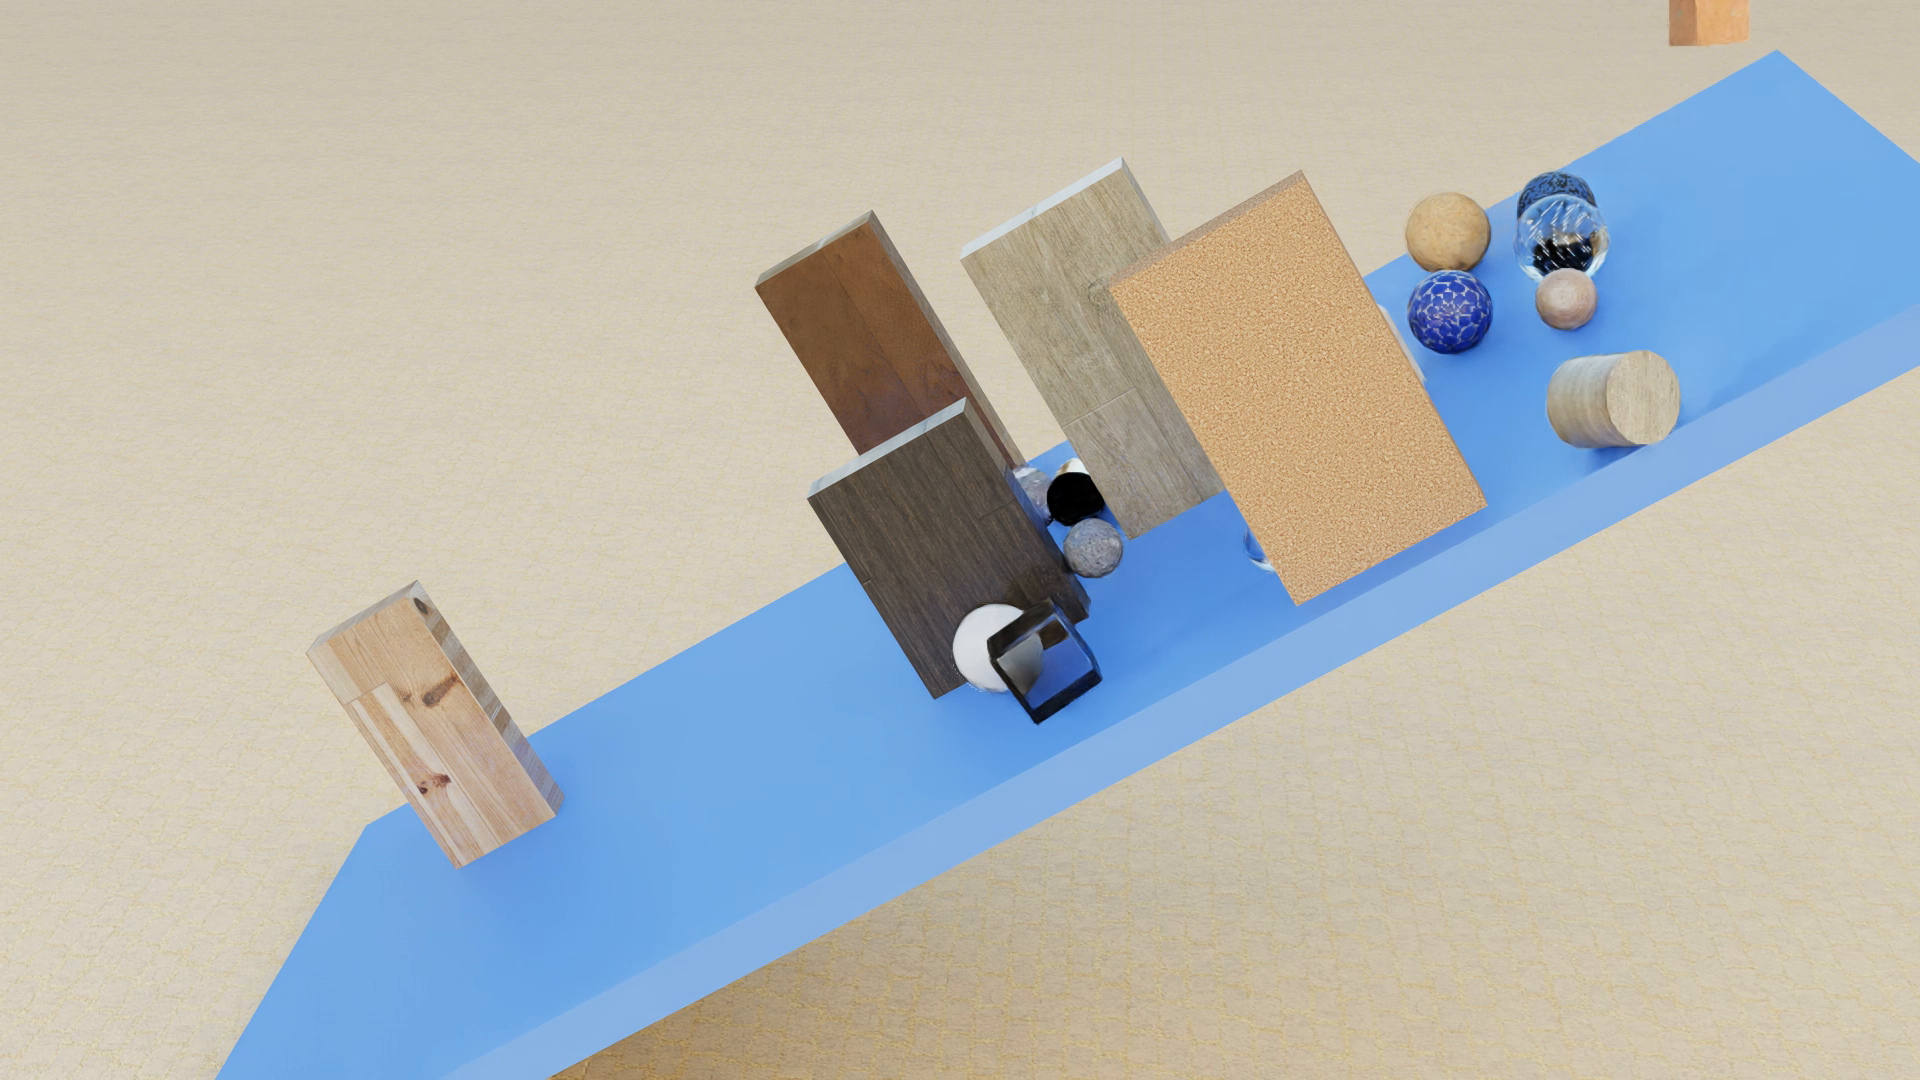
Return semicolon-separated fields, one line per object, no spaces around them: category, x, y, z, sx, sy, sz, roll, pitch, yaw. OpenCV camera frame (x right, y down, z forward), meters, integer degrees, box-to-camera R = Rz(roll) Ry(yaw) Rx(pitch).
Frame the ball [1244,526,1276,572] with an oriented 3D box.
ball;0.587;0.003;5.495;0.113;0.113;0.113;0;19;0

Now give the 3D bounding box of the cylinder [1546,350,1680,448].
cylinder;1.130;-0.242;5.089;0.162;0.162;0.162;-10;4;-26

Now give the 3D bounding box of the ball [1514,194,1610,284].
ball;1.233;-0.612;6.035;0.193;0.193;0.193;0;19;0

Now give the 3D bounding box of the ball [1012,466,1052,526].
ball;0.146;-0.088;6.615;0.154;0.154;0.154;0;19;0

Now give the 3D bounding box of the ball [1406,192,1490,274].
ball;1.090;-0.683;6.568;0.189;0.189;0.189;0;19;0

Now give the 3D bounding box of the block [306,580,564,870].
block;-1.199;0.427;6.745;0.278;0.616;0.113;-29;15;12

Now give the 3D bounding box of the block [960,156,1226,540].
block;0.345;-0.394;6.119;0.381;0.700;0.121;-29;15;12

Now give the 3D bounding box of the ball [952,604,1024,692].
ball;0.073;0.210;5.741;0.174;0.174;0.174;0;19;0

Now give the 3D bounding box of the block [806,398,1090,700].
block;-0.020;0.019;5.917;0.364;0.495;0.105;-29;15;12

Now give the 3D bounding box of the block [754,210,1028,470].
block;-0.155;-0.381;7.010;0.312;0.743;0.135;-29;15;12

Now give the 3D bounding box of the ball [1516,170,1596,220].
ball;1.278;-0.708;6.305;0.169;0.169;0.169;0;19;0

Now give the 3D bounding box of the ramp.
ramp;0.142;0.168;6.286;4.000;0.100;2.000;-29;15;12

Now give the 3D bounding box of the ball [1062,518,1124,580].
ball;0.269;0.018;5.945;0.122;0.122;0.122;0;19;0

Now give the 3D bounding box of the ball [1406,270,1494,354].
ball;1.009;-0.470;6.060;0.175;0.175;0.175;0;19;0

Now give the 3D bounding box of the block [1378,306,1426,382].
block;0.831;-0.374;6.116;0.172;0.172;0.172;-32;15;0

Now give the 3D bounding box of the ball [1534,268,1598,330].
ball;1.196;-0.475;5.799;0.123;0.123;0.123;0;19;0

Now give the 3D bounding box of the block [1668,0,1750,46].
block;1.481;-1.040;5.819;0.113;0.113;0.113;-8;12;-13

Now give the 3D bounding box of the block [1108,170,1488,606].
block;0.600;-0.263;5.213;0.385;0.678;0.089;-29;15;12

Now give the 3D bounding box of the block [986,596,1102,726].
block;0.158;0.226;5.539;0.151;0.151;0.151;-35;14;7
